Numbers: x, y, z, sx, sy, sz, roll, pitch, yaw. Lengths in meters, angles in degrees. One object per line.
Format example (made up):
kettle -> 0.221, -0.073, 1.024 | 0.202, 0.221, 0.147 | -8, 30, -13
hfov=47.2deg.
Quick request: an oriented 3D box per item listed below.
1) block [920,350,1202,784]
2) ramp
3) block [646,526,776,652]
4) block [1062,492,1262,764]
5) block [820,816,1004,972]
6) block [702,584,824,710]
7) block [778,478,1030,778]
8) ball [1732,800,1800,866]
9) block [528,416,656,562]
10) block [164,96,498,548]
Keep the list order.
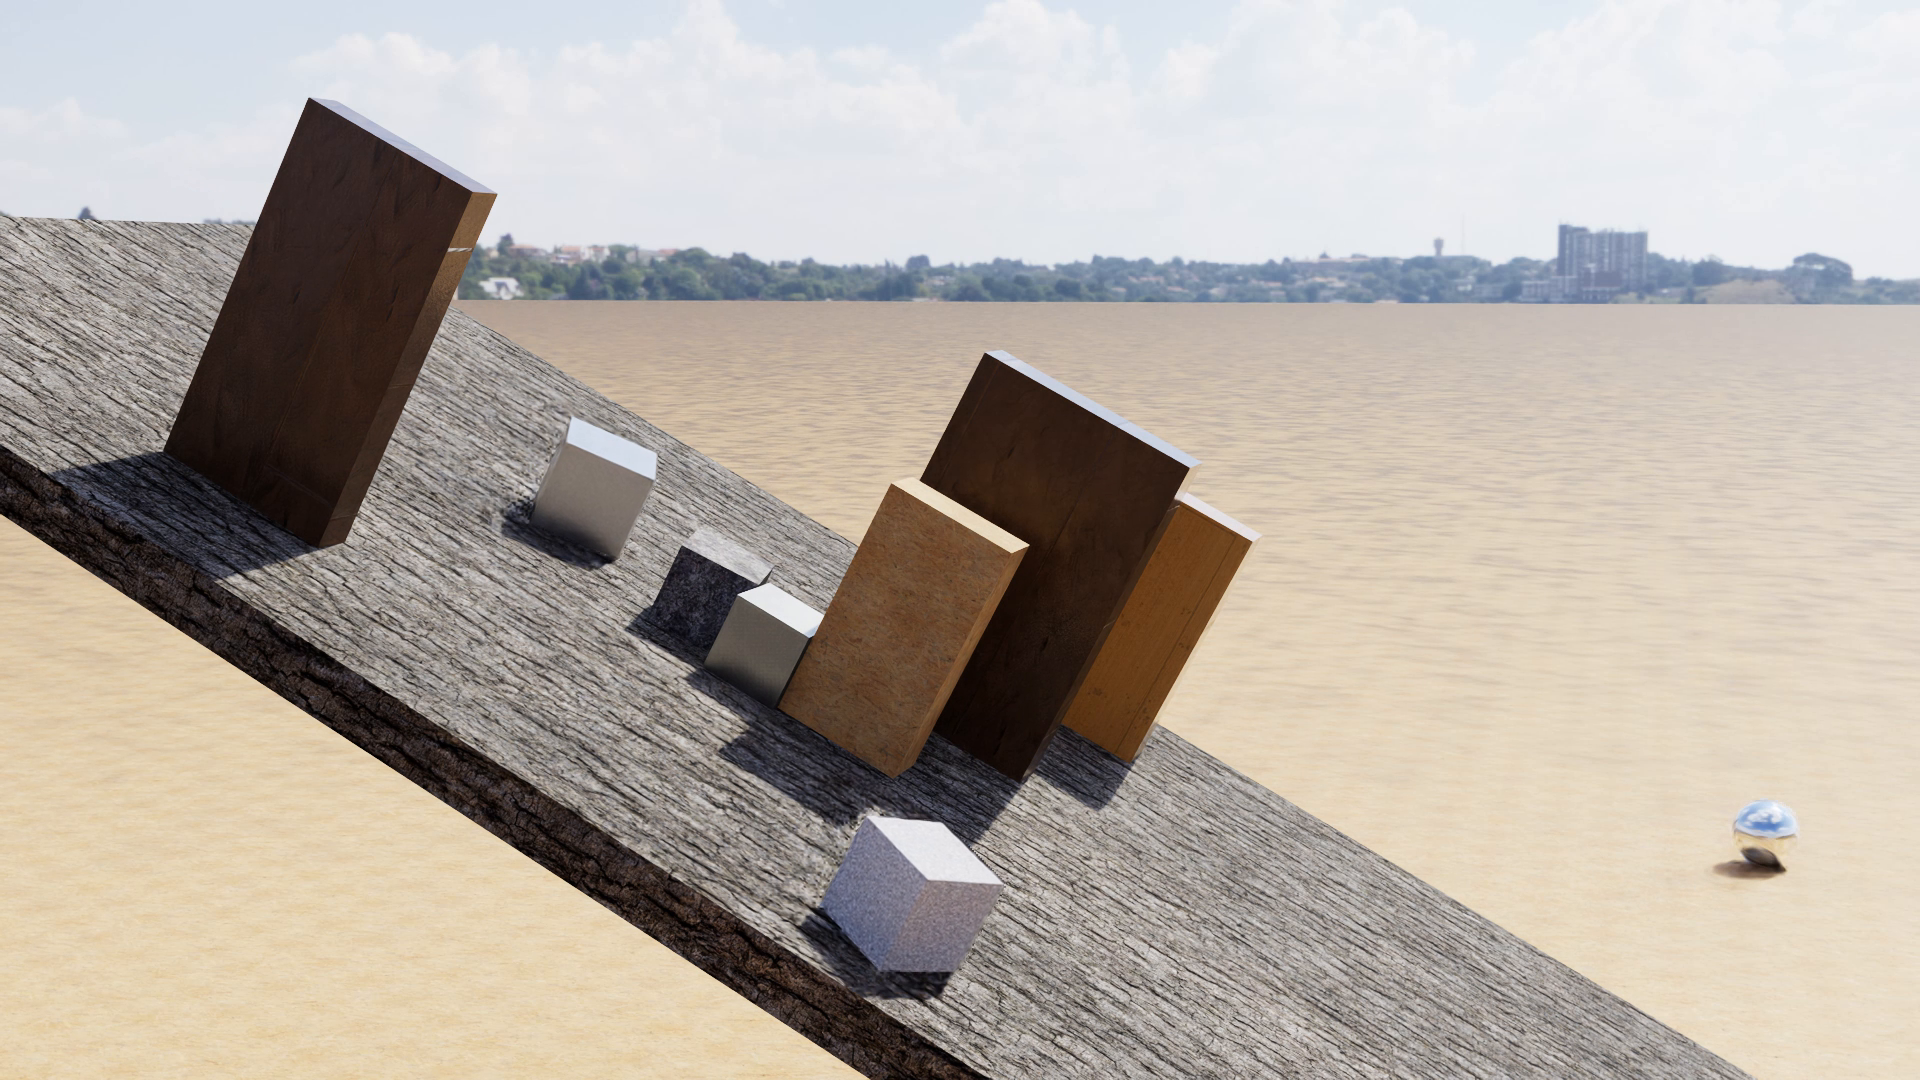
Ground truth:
block -> 0.097, 0.050, 4.222 | 0.445, 0.694, 0.119 | 30, 14, 12
ramp -> -0.221, 0.367, 4.147 | 4.000, 0.100, 2.000 | 30, 14, 12
block -> -0.466, 0.097, 4.122 | 0.159, 0.159, 0.159 | 27, 14, 0
block -> 0.366, 0.155, 4.655 | 0.308, 0.543, 0.118 | 30, 14, 12
block -> -0.073, 0.531, 3.292 | 0.162, 0.162, 0.162 | 13, 20, -45
block -> -0.345, 0.193, 4.014 | 0.153, 0.153, 0.153 | 30, 14, 11
block -> -0.103, 0.156, 3.943 | 0.248, 0.468, 0.118 | 30, 14, 12
ball -> 2.527, 0.920, 6.902 | 0.202, 0.202, 0.202 | 0, 7, 0
block -> -0.718, -0.102, 4.314 | 0.182, 0.182, 0.182 | 24, 14, -14
block -> -1.046, -0.356, 3.634 | 0.332, 0.656, 0.081 | 30, 14, 12
